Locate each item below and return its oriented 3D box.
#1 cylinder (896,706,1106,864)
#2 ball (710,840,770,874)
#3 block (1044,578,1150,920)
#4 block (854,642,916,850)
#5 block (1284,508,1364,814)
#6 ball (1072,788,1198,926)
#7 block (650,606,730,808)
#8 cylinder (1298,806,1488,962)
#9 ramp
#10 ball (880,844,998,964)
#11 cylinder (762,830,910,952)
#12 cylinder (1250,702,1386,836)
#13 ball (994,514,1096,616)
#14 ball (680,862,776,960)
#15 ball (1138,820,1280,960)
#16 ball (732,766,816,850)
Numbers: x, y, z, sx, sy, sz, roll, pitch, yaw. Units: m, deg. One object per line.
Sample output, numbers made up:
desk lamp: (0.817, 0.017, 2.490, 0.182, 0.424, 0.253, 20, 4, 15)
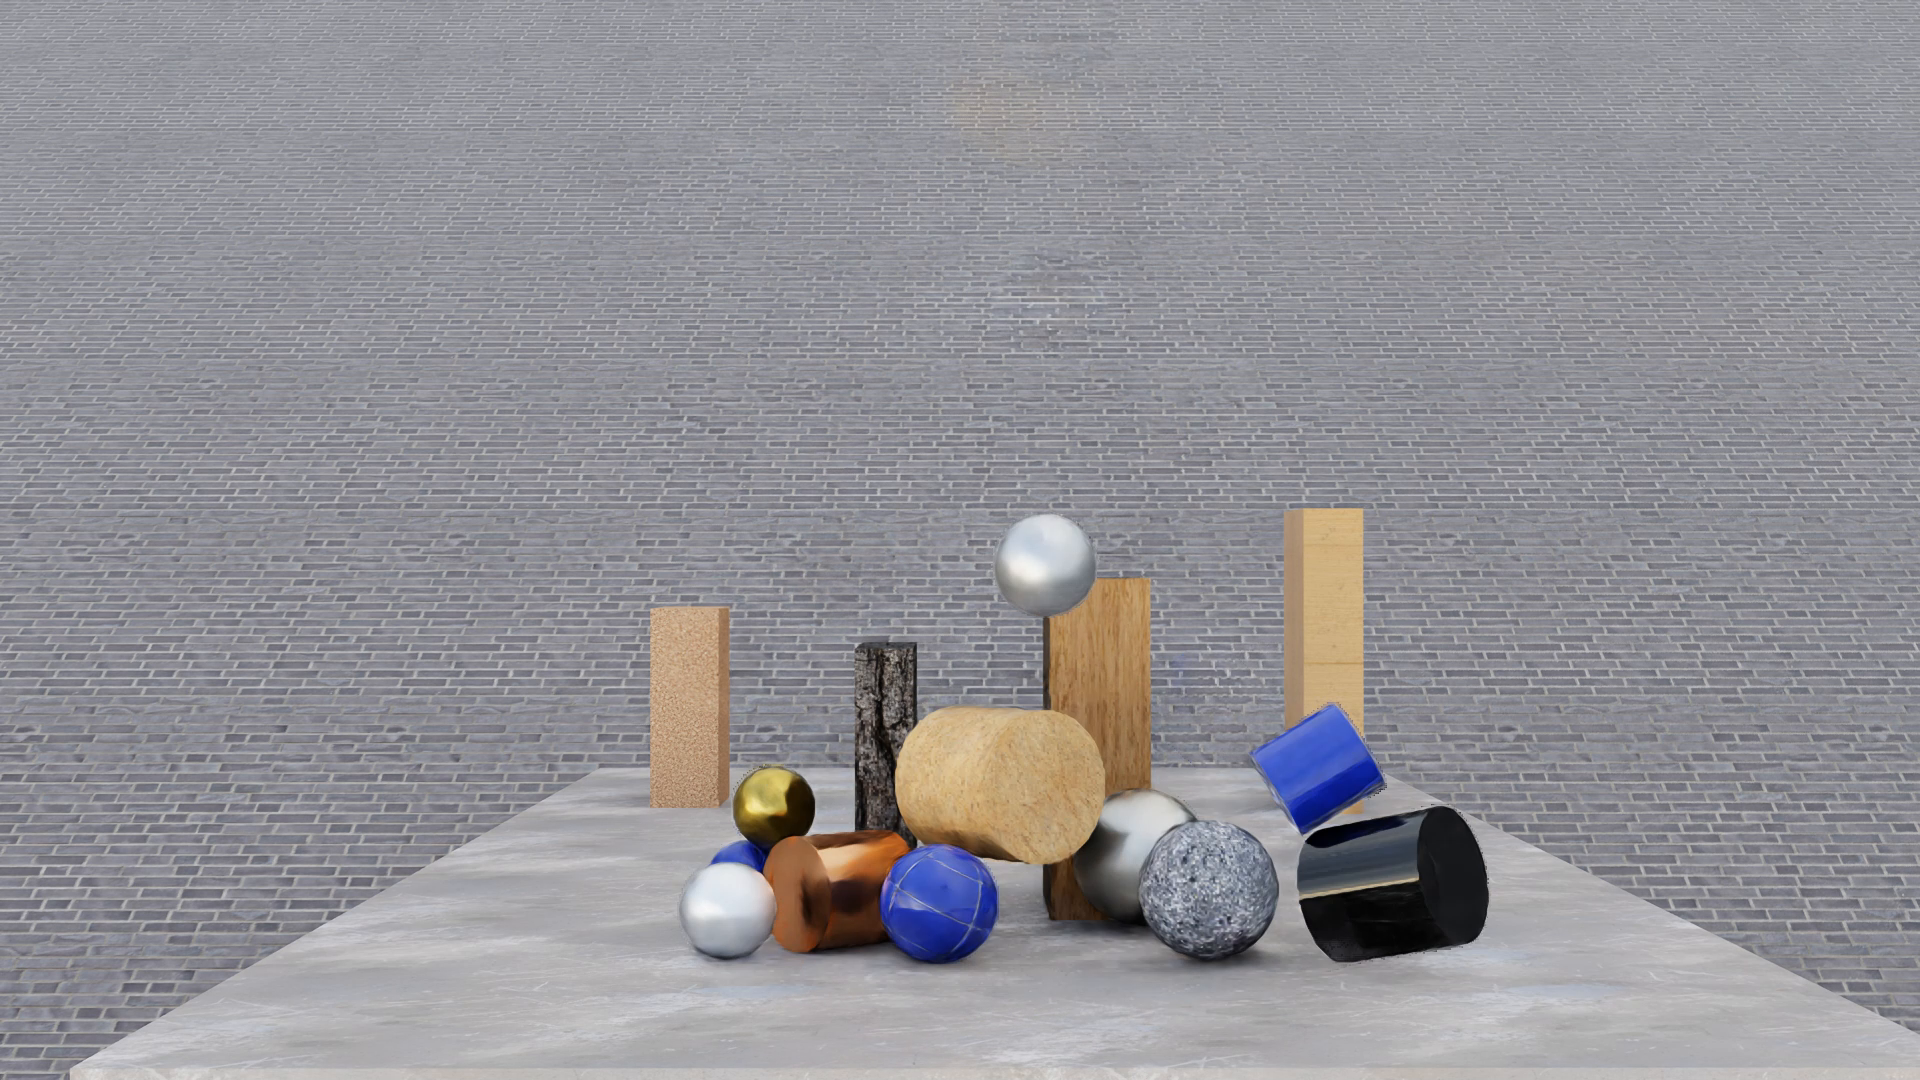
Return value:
cylinder: (0.055, 0.338, 3.596, 0.209, 0.209, 0.209, -24, 12, -34)
ball: (-0.321, 0.506, 3.879, 0.113, 0.113, 0.113, 0, 32, 0)
block: (0.207, 0.311, 3.981, 0.148, 0.505, 0.313, 0, -1, 0)
block: (-0.108, 0.359, 3.833, 0.083, 0.406, 0.338, 0, -1, 0)
block: (0.788, 0.257, 5.632, 0.126, 0.644, 0.330, 0, -1, 0)
ball: (0.260, 0.456, 3.725, 0.197, 0.197, 0.197, 0, 32, 0)
block: (-0.596, 0.365, 5.738, 0.146, 0.430, 0.278, 0, -1, 0)
cylinder: (0.561, 0.448, 3.357, 0.178, 0.178, 0.178, -17, 18, 37)
ramp: (0.070, 0.620, 4.702, 2.000, 0.100, 4.000, 0, -1, 0)
ball: (-0.028, 0.480, 3.416, 0.157, 0.157, 0.157, 0, 32, 0)
cylinder: (-0.164, 0.481, 3.558, 0.157, 0.157, 0.157, 0, 25, -41)
cylinder: (0.476, 0.306, 3.455, 0.129, 0.129, 0.129, -31, 36, -1)
ball: (0.095, 0.028, 2.903, 0.115, 0.115, 0.115, 0, 32, 0)
ball: (-0.309, 0.494, 3.454, 0.129, 0.129, 0.129, 0, 32, 0)
ball: (0.331, 0.465, 3.446, 0.185, 0.185, 0.185, 0, 32, 0)
ball: (-0.277, 0.399, 3.856, 0.124, 0.124, 0.124, 0, 32, 0)
